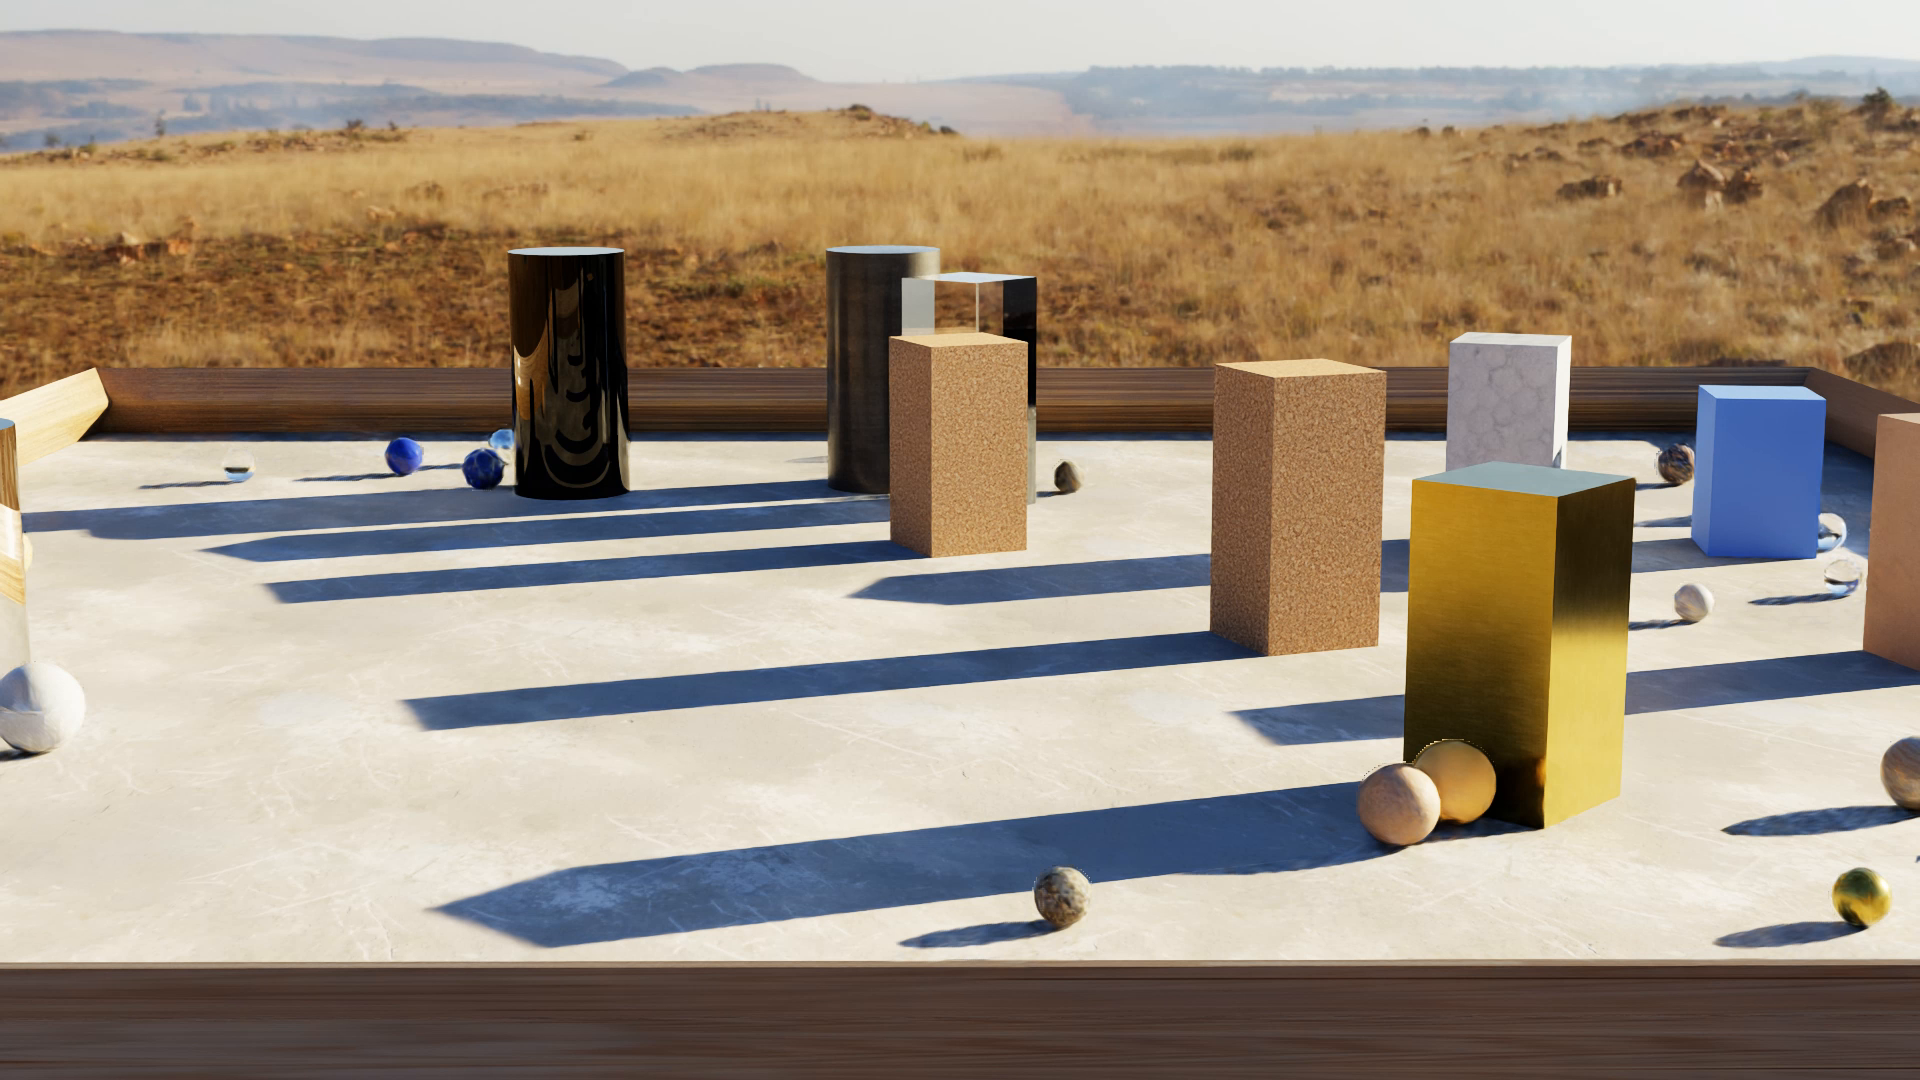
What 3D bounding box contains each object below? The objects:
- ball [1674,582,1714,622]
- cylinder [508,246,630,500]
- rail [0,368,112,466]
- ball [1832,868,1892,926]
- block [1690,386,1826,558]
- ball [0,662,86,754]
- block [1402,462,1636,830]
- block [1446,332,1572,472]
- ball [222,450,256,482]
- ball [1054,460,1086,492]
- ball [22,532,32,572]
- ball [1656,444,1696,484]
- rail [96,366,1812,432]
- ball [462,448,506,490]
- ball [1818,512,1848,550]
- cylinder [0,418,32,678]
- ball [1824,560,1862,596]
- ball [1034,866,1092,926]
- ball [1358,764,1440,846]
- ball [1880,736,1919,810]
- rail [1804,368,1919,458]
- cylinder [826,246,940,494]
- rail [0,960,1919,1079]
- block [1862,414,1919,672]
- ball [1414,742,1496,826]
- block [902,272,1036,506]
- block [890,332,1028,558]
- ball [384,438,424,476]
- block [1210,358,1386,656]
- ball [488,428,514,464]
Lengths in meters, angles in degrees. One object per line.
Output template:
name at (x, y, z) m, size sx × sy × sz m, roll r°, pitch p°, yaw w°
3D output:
ball at (0.972, 0.082, 3.400) m, size 0.051 × 0.051 × 0.051 m, roll 0°, pitch 10°, yaw 0°
cylinder at (-0.671, -0.289, 4.409) m, size 0.198 × 0.414 × 0.198 m, roll 0°, pitch 10°, yaw 0°
rail at (-1.699, 0.035, 3.439) m, size 0.045 × 0.129 × 3.469 m, roll 0°, pitch 10°, yaw 0°
ball at (0.773, 0.306, 2.198) m, size 0.050 × 0.050 × 0.050 m, roll 0°, pitch 10°, yaw 0°
block at (1.211, -0.106, 3.901) m, size 0.158 × 0.239 × 0.158 m, roll 1°, pitch 11°, yaw 7°
ball at (-0.988, 0.180, 2.750) m, size 0.097 × 0.097 × 0.097 m, roll 0°, pitch 10°, yaw 0°
block at (0.556, 0.099, 2.556) m, size 0.158 × 0.326 × 0.158 m, roll 9°, pitch 14°, yaw 40°
block at (0.832, -0.147, 3.902) m, size 0.158 × 0.319 × 0.158 m, roll 4°, pitch 11°, yaw 20°
ball at (-1.274, -0.131, 4.537) m, size 0.058 × 0.058 × 0.058 m, roll 0°, pitch 10°, yaw 0°
ball at (0.188, -0.109, 4.423) m, size 0.055 × 0.055 × 0.055 m, roll 0°, pitch 10°, yaw 0°
ball at (-1.363, 0.020, 3.645) m, size 0.085 × 0.085 × 0.085 m, roll 0°, pitch 10°, yaw 0°
ball at (1.262, -0.133, 4.510) m, size 0.071 × 0.071 × 0.071 m, roll 0°, pitch 10°, yaw 0°
rail at (-0.010, -0.278, 5.131) m, size 3.445 × 0.129 × 0.045 m, roll 0°, pitch 10°, yaw 0°
ball at (-0.821, -0.122, 4.423) m, size 0.073 × 0.073 × 0.073 m, roll 0°, pitch 10°, yaw 0°
ball at (1.318, -0.013, 3.898) m, size 0.057 × 0.057 × 0.057 m, roll 0°, pitch 10°, yaw 0°
cylinder at (-1.152, 0.038, 2.873) m, size 0.198 × 0.331 × 0.198 m, roll 0°, pitch 10°, yaw 0°
ball at (1.226, 0.052, 3.564) m, size 0.051 × 0.051 × 0.051 m, roll 0°, pitch 10°, yaw 0°
ball at (0.089, 0.305, 2.199) m, size 0.050 × 0.050 × 0.050 m, roll 0°, pitch 10°, yaw 0°
ball at (0.414, 0.250, 2.422) m, size 0.077 × 0.077 × 0.077 m, roll 0°, pitch 10°, yaw 0°
ball at (0.949, 0.230, 2.537) m, size 0.075 × 0.075 × 0.075 m, roll 0°, pitch 10°, yaw 0°
rail at (1.699, 0.031, 3.458) m, size 0.045 × 0.129 × 3.469 m, roll 0°, pitch 10°, yaw 0°
cylinder at (-0.133, -0.300, 4.472) m, size 0.198 × 0.413 × 0.198 m, roll 0°, pitch 10°, yaw 0°
rail at (0.010, 0.345, 1.766) m, size 3.445 × 0.129 × 0.045 m, roll 0°, pitch 10°, yaw 0°
block at (1.235, 0.002, 3.155) m, size 0.158 × 0.299 × 0.158 m, roll -3°, pitch 11°, yaw -14°
ball at (0.479, 0.236, 2.488) m, size 0.082 × 0.082 × 0.082 m, roll 0°, pitch 10°, yaw 0°
block at (0.016, -0.247, 4.273) m, size 0.158 × 0.381 × 0.158 m, roll 9°, pitch 14°, yaw 39°
block at (-0.003, -0.148, 3.913) m, size 0.158 × 0.317 × 0.158 m, roll -5°, pitch 12°, yaw -24°
ball at (-1.000, -0.150, 4.613) m, size 0.067 × 0.067 × 0.067 m, roll 0°, pitch 10°, yaw 0°
block at (0.428, -0.045, 3.270) m, size 0.158 × 0.350 × 0.158 m, roll -4°, pitch 11°, yaw -22°
ball at (-0.839, -0.173, 4.743) m, size 0.066 × 0.066 × 0.066 m, roll 0°, pitch 10°, yaw 0°
